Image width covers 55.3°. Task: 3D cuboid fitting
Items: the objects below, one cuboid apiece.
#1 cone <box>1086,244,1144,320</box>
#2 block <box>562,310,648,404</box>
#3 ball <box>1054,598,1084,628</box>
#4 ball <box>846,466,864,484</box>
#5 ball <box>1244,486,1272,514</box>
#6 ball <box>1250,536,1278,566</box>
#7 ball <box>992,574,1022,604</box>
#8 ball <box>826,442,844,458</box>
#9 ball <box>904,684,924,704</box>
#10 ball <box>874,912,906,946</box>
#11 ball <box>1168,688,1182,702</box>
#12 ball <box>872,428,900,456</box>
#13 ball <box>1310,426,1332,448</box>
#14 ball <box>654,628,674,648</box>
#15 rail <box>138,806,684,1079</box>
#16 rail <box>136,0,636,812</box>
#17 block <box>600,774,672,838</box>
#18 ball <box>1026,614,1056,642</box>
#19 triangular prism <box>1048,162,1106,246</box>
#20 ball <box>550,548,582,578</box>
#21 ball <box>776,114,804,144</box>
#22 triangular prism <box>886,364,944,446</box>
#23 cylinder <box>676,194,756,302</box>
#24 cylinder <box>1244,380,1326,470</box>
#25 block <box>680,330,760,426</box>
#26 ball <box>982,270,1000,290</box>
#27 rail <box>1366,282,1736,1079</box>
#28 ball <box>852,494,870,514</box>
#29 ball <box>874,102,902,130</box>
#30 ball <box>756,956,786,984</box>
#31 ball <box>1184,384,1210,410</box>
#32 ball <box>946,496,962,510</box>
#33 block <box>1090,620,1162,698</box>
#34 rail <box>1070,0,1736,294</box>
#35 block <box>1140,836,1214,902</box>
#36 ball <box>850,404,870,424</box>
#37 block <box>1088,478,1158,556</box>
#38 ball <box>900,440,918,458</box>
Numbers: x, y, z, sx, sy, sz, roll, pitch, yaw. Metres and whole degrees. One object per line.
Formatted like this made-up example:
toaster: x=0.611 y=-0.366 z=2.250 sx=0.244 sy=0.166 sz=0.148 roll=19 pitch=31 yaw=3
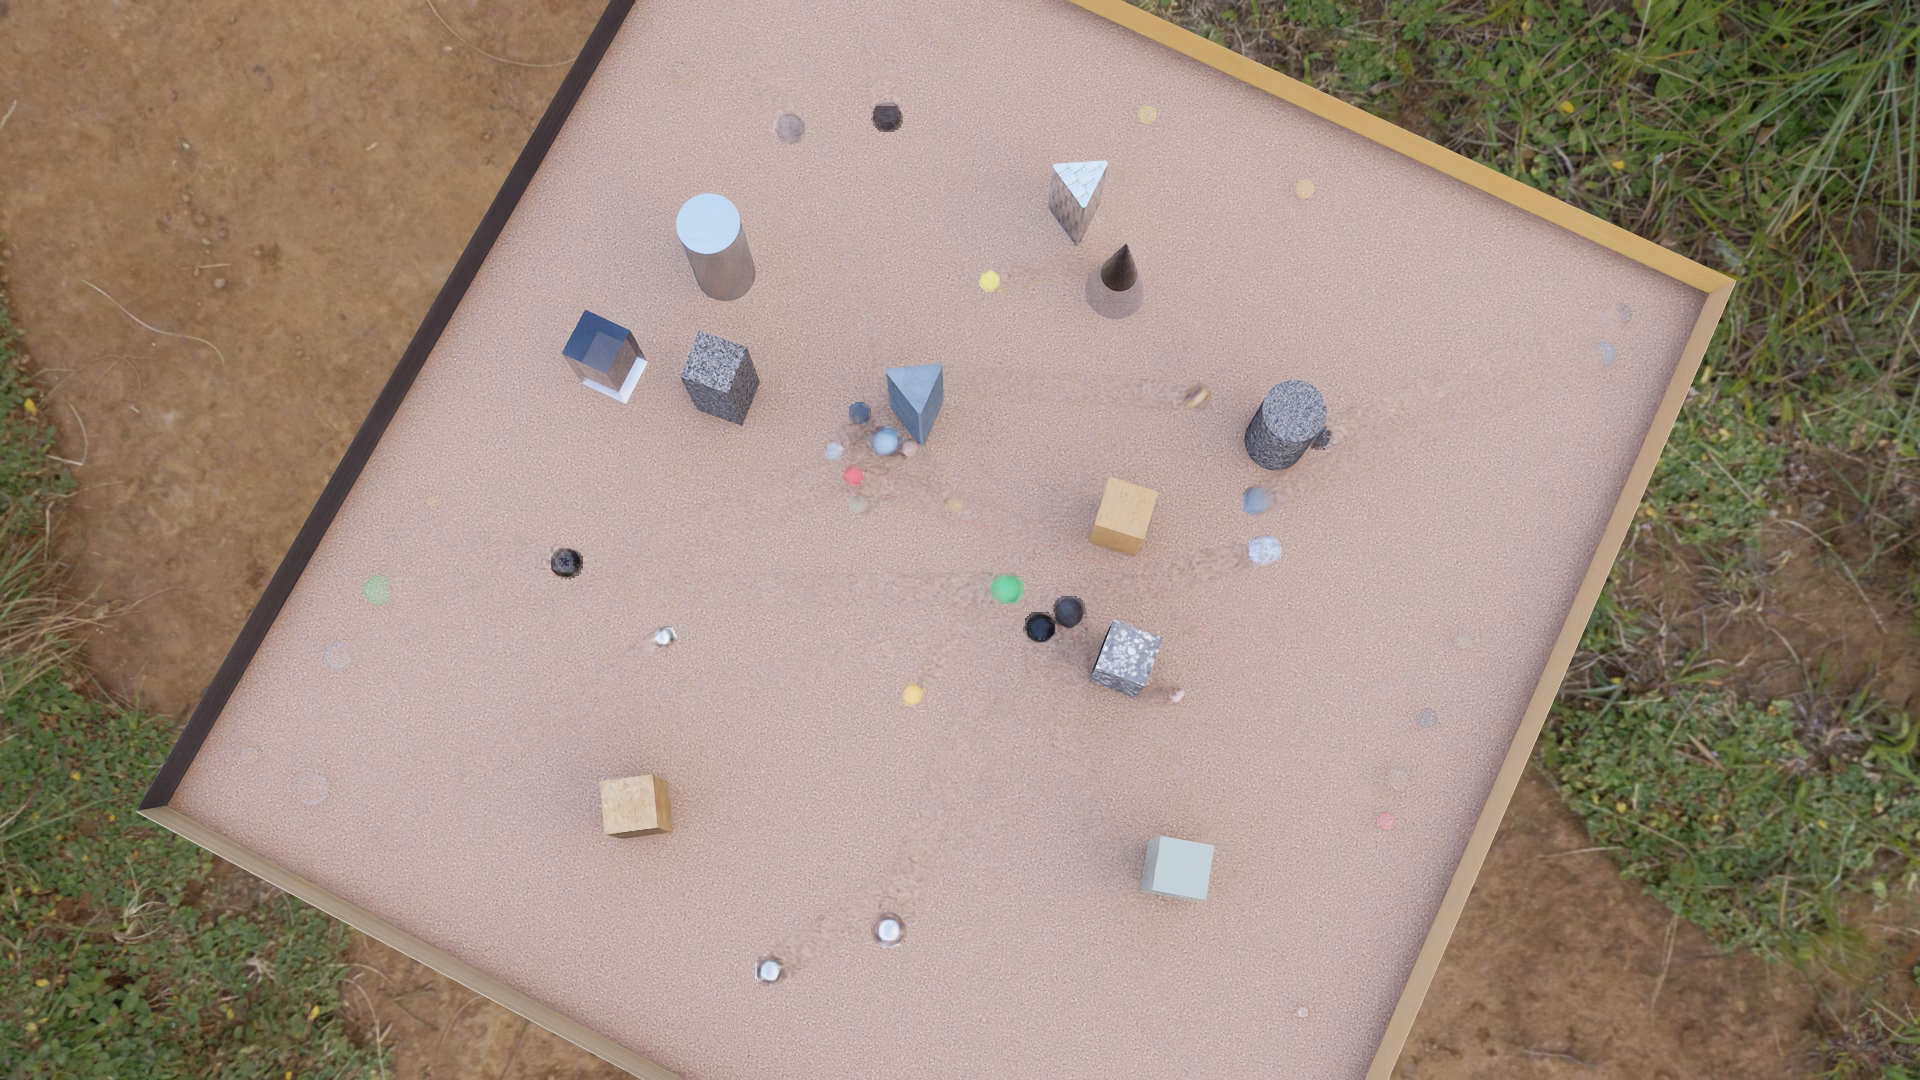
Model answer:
cone: x=0.488 y=-0.828 z=5.574 sx=0.188 sy=0.418 sz=0.188 roll=0 pitch=78 yaw=0
block: x=-1.076 y=-0.554 z=5.570 sx=0.150 sy=0.316 sz=0.150 roll=25 pitch=79 yaw=5
ball: x=0.329 y=0.219 z=5.525 sx=0.090 sy=0.090 sz=0.090 roll=0 pitch=78 yaw=0
ball: x=-0.325 y=-0.199 z=5.630 sx=0.054 sy=0.054 sz=0.054 roll=0 pitch=78 yaw=0
ball: x=0.910 y=-0.122 z=5.599 sx=0.083 sy=0.083 sz=0.083 roll=0 pitch=78 yaw=0
ball: x=0.923 y=0.035 z=5.564 sx=0.089 sy=0.089 sz=0.089 roll=0 pitch=78 yaw=0
ball: x=0.139 y=0.148 z=5.539 sx=0.091 sy=0.091 sz=0.091 roll=0 pitch=78 yaw=0
ball: x=-0.386 y=-0.277 z=5.647 sx=0.051 sy=0.051 sz=0.051 roll=0 pitch=78 yaw=0
ball: x=-0.139 y=0.463 z=5.489 sx=0.062 sy=0.062 sz=0.062 roll=0 pitch=78 yaw=0
ball: x=-0.205 y=1.133 z=5.334 sx=0.094 sy=0.094 sz=0.094 roll=0 pitch=78 yaw=0
ball: x=0.646 y=0.466 z=5.497 sx=0.044 sy=0.044 sz=0.044 roll=0 pitch=78 yaw=0
ball: x=-0.229 y=-0.302 z=5.635 sx=0.086 sy=0.086 sz=0.086 roll=0 pitch=78 yaw=0
ball: x=1.107 y=-0.319 z=5.642 sx=0.074 sy=0.074 sz=0.074 roll=0 pitch=78 yaw=0
ball: x=-0.893 y=0.295 z=5.523 sx=0.063 sy=0.063 sz=0.063 roll=0 pitch=78 yaw=0
rail: x=-0.794 y=1.561 z=5.230 sx=3.563 sy=0.122 sz=0.045 roll=26 pitch=80 yaw=5
rail: x=-1.572 y=-0.763 z=5.711 sx=0.045 sy=0.122 sz=3.598 roll=26 pitch=80 yaw=5
block: x=-0.936 y=0.775 z=5.313 sx=0.150 sy=0.280 sz=0.150 roll=-7 pitch=78 yaw=-2
ball: x=0.242 y=0.265 z=5.516 sx=0.089 sy=0.089 sz=0.089 roll=0 pitch=78 yaw=0
triangular prism: x=0.385 y=-1.069 z=5.673 sx=0.141 sy=0.323 sz=0.163 roll=-33 pitch=80 yaw=-6
ball: x=-1.195 y=0.069 z=5.556 sx=0.091 sy=0.091 sz=0.091 roll=0 pitch=78 yaw=0
ball: x=-0.543 y=-1.312 z=5.841 sx=0.092 sy=0.092 sz=0.092 roll=0 pitch=78 yaw=0
triangular prism: x=-0.109 y=-0.433 z=5.512 sx=0.141 sy=0.379 sz=0.163 roll=-36 pitch=81 yaw=-7
cylinder: x=-0.739 y=-0.886 z=5.584 sx=0.188 sy=0.422 sz=0.188 roll=0 pitch=78 yaw=0
cylinder: x=0.976 y=-0.342 z=5.511 sx=0.188 sy=0.344 sz=0.188 roll=0 pitch=78 yaw=0
block: x=-0.721 y=-0.485 z=5.534 sx=0.150 sy=0.358 sz=0.150 roll=20 pitch=79 yaw=4
ball: x=0.096 y=-0.815 z=5.755 sx=0.059 sy=0.059 sz=0.059 roll=0 pitch=78 yaw=0
rail: x=1.572 y=0.776 z=5.392 sx=0.045 sy=0.122 sz=3.598 roll=26 pitch=80 yaw=5
ball: x=-0.304 y=-0.110 z=5.610 sx=0.057 sy=0.057 sz=0.057 roll=0 pitch=78 yaw=0
ball: x=-0.232 y=-1.354 z=5.850 sx=0.091 sy=0.091 sz=0.091 roll=0 pitch=78 yaw=0
ball: x=-0.548 y=1.247 z=5.315 sx=0.084 sy=0.084 sz=0.084 roll=0 pitch=78 yaw=0
ball: x=0.732 y=-0.443 z=5.669 sx=0.077 sy=0.077 sz=0.077 roll=0 pitch=78 yaw=0
ball: x=-0.019 y=-0.114 z=5.617 sx=0.045 sy=0.045 sz=0.045 roll=0 pitch=78 yaw=0
block: x=0.486 y=0.352 z=5.395 sx=0.150 sy=0.291 sz=0.150 roll=21 pitch=79 yaw=4
rail: x=0.794 y=-1.548 z=5.873 sx=3.563 sy=0.122 sz=0.045 roll=26 pitch=80 yaw=5
block: x=0.618 y=0.943 z=5.243 sx=0.150 sy=0.349 sz=0.150 roll=10 pitch=79 yaw=2
ball: x=-0.309 y=-0.389 z=5.666 sx=0.060 sy=0.060 sz=0.060 roll=0 pitch=78 yaw=0
block: x=0.488 y=-0.068 z=5.498 sx=0.150 sy=0.259 sz=0.150 roll=18 pitch=79 yaw=4
ball: x=-0.155 y=-0.283 z=5.647 sx=0.055 sy=0.055 sz=0.055 roll=0 pitch=78 yaw=0
